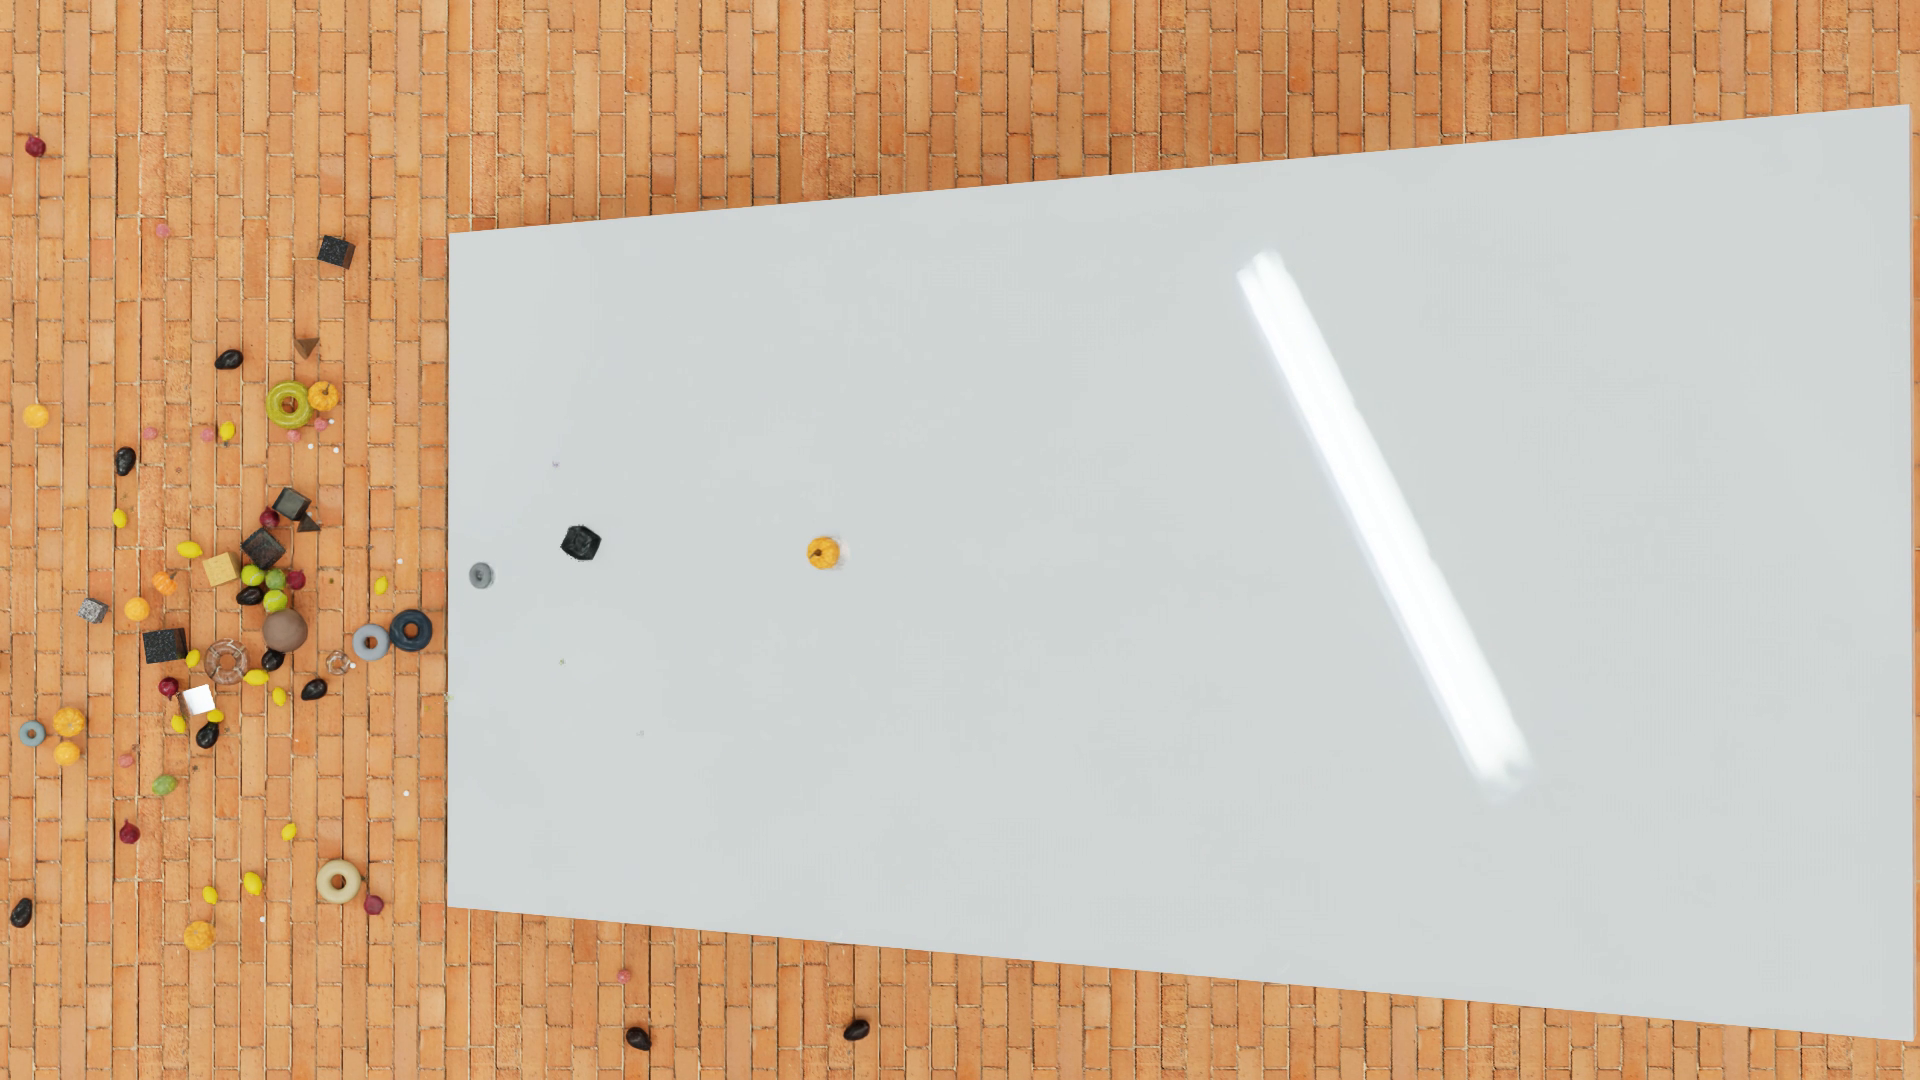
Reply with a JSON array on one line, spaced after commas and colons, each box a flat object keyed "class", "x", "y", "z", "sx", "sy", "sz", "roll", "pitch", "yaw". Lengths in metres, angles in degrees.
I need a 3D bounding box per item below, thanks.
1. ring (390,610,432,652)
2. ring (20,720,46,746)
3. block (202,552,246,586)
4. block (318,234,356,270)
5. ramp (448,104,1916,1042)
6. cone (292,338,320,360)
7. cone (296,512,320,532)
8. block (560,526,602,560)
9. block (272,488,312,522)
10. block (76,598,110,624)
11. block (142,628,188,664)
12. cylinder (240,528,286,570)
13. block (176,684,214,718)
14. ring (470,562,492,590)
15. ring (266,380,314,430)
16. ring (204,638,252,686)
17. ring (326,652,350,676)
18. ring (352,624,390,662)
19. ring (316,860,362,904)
[{"class": "ring", "x": -1.648, "y": 0.273, "z": 6.601, "sx": 0.131, "sy": 0.044, "sz": 0.131, "roll": 0, "pitch": 90, "yaw": -1}, {"class": "ring", "x": -2.787, "y": 0.582, "z": 6.606, "sx": 0.080, "sy": 0.027, "sz": 0.080, "roll": 0, "pitch": 88, "yaw": 1}, {"class": "block", "x": -2.204, "y": 0.088, "z": 6.584, "sx": 0.080, "sy": 0.080, "sz": 0.080, "roll": -20, "pitch": 89, "yaw": 0}, {"class": "block", "x": -1.870, "y": -0.862, "z": 6.596, "sx": 0.077, "sy": 0.077, "sz": 0.077, "roll": 17, "pitch": 89, "yaw": 0}, {"class": "ramp", "x": 0.278, "y": 0.078, "z": 5.658, "sx": 4.000, "sy": 0.100, "sz": 2.000, "roll": 0, "pitch": 89, "yaw": 27}, {"class": "cone", "x": -1.954, "y": -0.591, "z": 6.615, "sx": 0.072, "sy": 0.072, "sz": 0.072, "roll": -37, "pitch": 89, "yaw": -27}, {"class": "cone", "x": -1.948, "y": -0.040, "z": 6.611, "sx": 0.065, "sy": 0.065, "sz": 0.065, "roll": 25, "pitch": 89, "yaw": -26}, {"class": "block", "x": -1.080, "y": 0.009, "z": 6.268, "sx": 0.071, "sy": 0.071, "sz": 0.071, "roll": 32, "pitch": 104, "yaw": 24}, {"class": "block", "x": -2.002, "y": -0.107, "z": 6.590, "sx": 0.073, "sy": 0.073, "sz": 0.073, "roll": 32, "pitch": 89, "yaw": 0}, {"class": "block", "x": -2.600, "y": 0.212, "z": 6.594, "sx": 0.058, "sy": 0.058, "sz": 0.058, "roll": 26, "pitch": 89, "yaw": 0}, {"class": "block", "x": -2.375, "y": 0.316, "z": 6.575, "sx": 0.093, "sy": 0.093, "sz": 0.093, "roll": -8, "pitch": 89, "yaw": 0}, {"class": "cylinder", "x": -2.084, "y": 0.027, "z": 6.579, "sx": 0.092, "sy": 0.092, "sz": 0.092, "roll": -44, "pitch": 90, "yaw": 0}, {"class": "block", "x": -2.284, "y": 0.483, "z": 6.567, "sx": 0.075, "sy": 0.075, "sz": 0.075, "roll": -18, "pitch": 89, "yaw": -37}, {"class": "ring", "x": -1.409, "y": 0.105, "z": 6.463, "sx": 0.078, "sy": 0.026, "sz": 0.078, "roll": 0, "pitch": 90, "yaw": 26}, {"class": "ring", "x": -2.013, "y": -0.406, "z": 6.606, "sx": 0.148, "sy": 0.049, "sz": 0.148, "roll": 0, "pitch": 90, "yaw": -1}, {"class": "ring", "x": -2.198, "y": 0.366, "z": 6.598, "sx": 0.143, "sy": 0.048, "sz": 0.143, "roll": 0, "pitch": 90, "yaw": -1}, {"class": "ring", "x": -1.869, "y": 0.371, "z": 6.609, "sx": 0.076, "sy": 0.025, "sz": 0.076, "roll": 0, "pitch": 91, "yaw": 0}, {"class": "ring", "x": -1.768, "y": 0.308, "z": 6.604, "sx": 0.114, "sy": 0.038, "sz": 0.114, "roll": 0, "pitch": 90, "yaw": -1}, {"class": "ring", "x": -1.863, "y": 1.024, "z": 6.593, "sx": 0.134, "sy": 0.045, "sz": 0.134, "roll": 0, "pitch": 90, "yaw": -1}]
